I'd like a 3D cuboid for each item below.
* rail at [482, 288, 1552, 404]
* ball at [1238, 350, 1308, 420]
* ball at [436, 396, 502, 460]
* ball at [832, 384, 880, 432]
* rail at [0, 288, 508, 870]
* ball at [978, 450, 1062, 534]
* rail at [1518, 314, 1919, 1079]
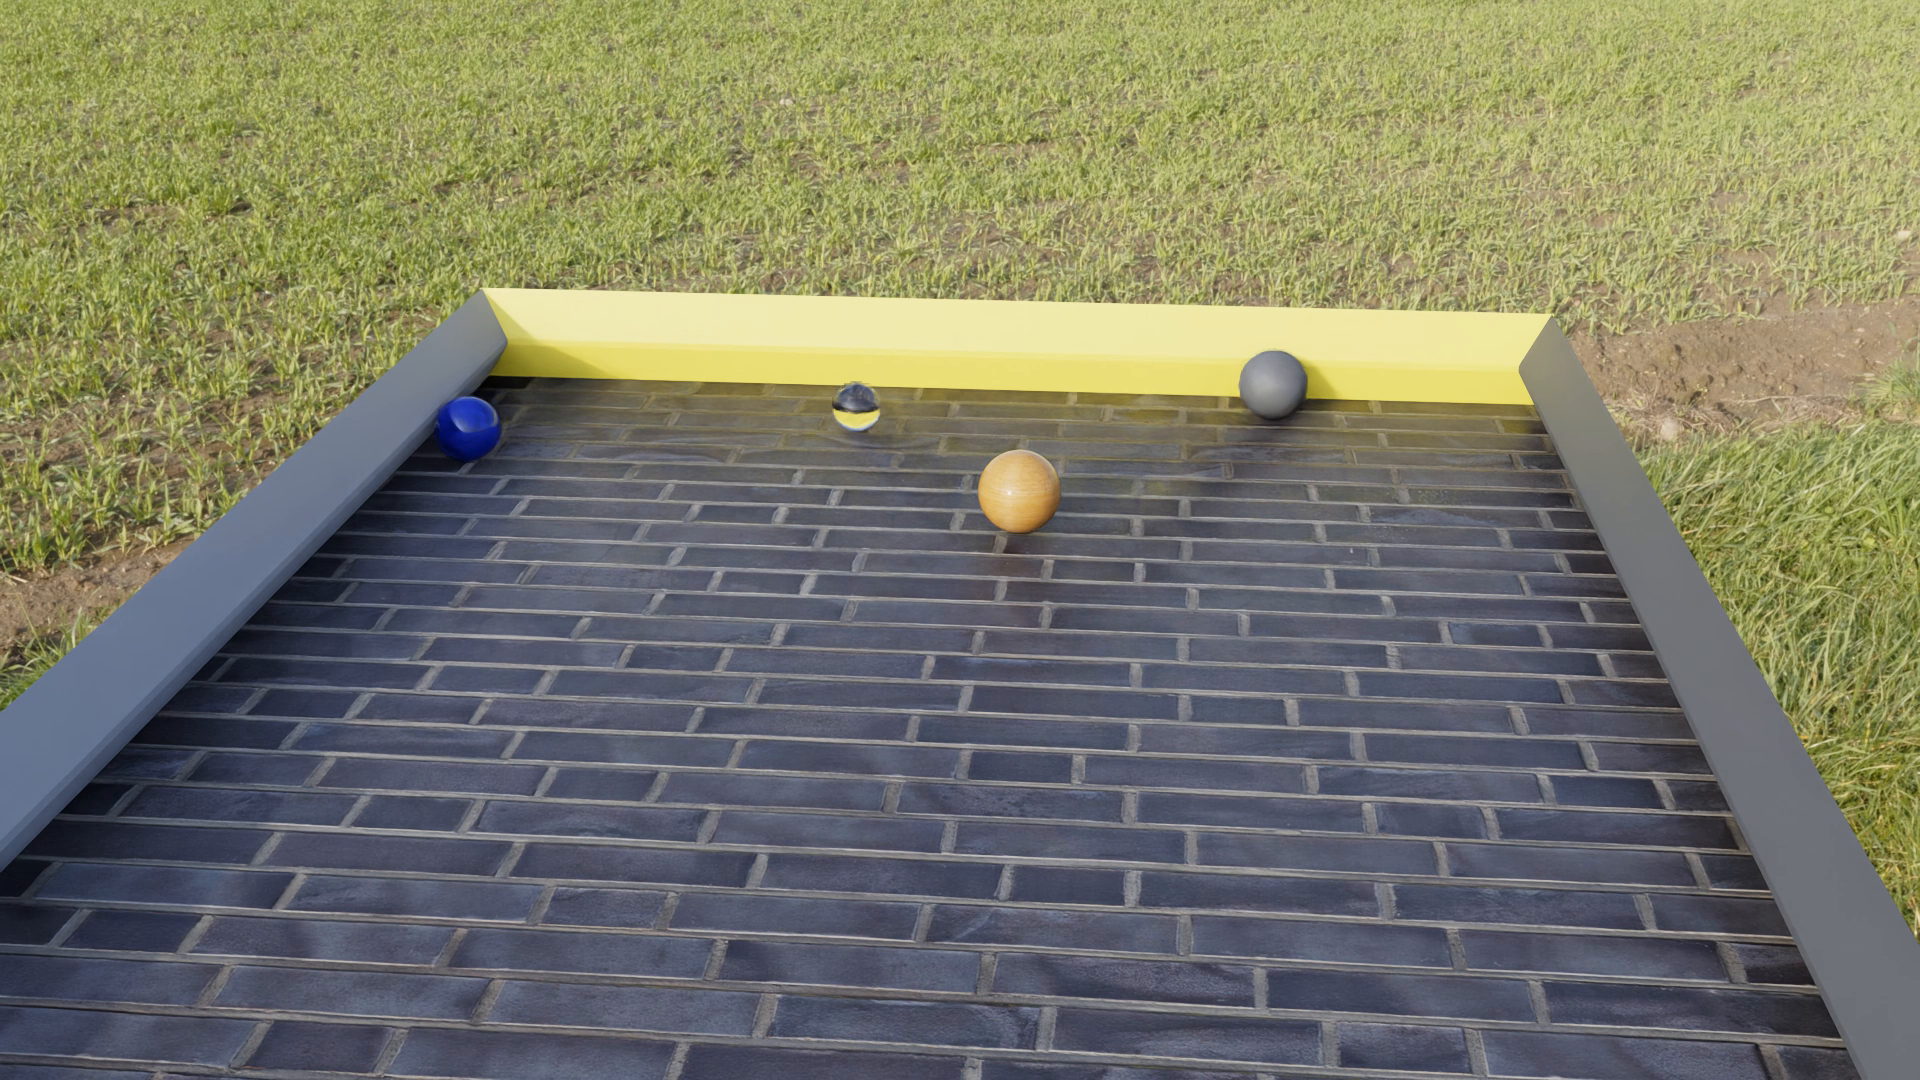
[{"bbox_3d":[0.059,-0.253,2.927,1.431,0.122,0.045,2,22,5],"label":"rail"},{"bbox_3d":[0.405,-0.201,2.843,0.089,0.089,0.089,0,22,0],"label":"ball"},{"bbox_3d":[-0.602,-0.137,2.695,0.079,0.079,0.079,0,22,0],"label":"ball"},{"bbox_3d":[-0.131,-0.169,2.801,0.061,0.061,0.061,0,22,0],"label":"ball"},{"bbox_3d":[-0.750,0.198,1.783,0.045,0.122,2.645,2,22,5],"label":"rail"},{"bbox_3d":[0.067,-0.054,2.465,0.094,0.094,0.094,0,22,0],"label":"ball"},{"bbox_3d":[0.628,0.245,1.664,0.045,0.122,2.645,2,22,5],"label":"rail"}]
